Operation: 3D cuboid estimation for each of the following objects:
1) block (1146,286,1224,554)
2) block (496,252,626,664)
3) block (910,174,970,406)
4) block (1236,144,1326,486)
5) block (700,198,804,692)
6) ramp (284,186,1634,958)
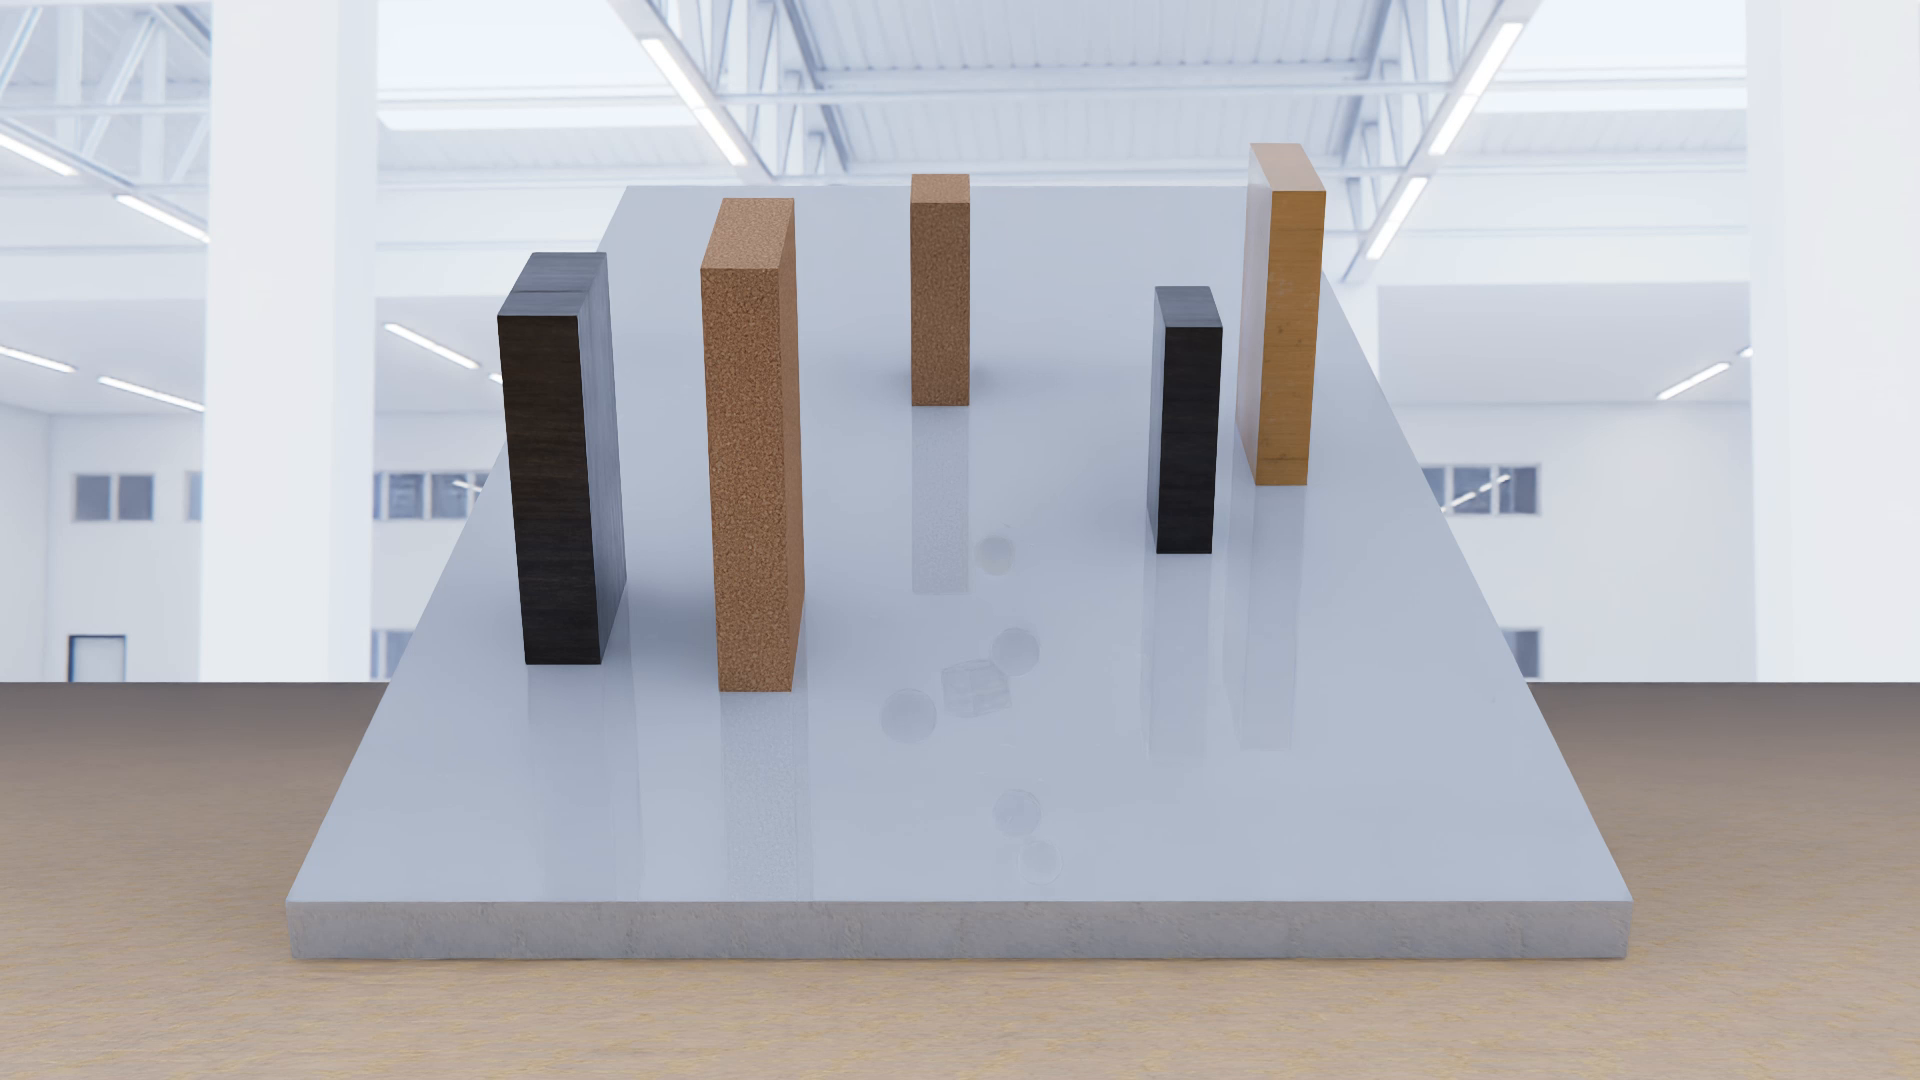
[{"bbox_3d":[0.443,-0.240,4.618,0.109,0.471,0.255,0,24,0],"label":"block"},{"bbox_3d":[-0.708,-0.150,4.183,0.135,0.654,0.364,0,24,0],"label":"block"},{"bbox_3d":[-0.045,-0.579,5.370,0.134,0.481,0.247,0,24,0],"label":"block"},{"bbox_3d":[0.680,-0.486,4.969,0.109,0.639,0.386,0,24,0],"label":"block"},{"bbox_3d":[-0.358,-0.172,4.093,0.126,0.768,0.423,0,24,0],"label":"block"},{"bbox_3d":[-0.008,-0.228,5.295,2.000,0.100,4.000,0,24,0],"label":"ramp"}]
